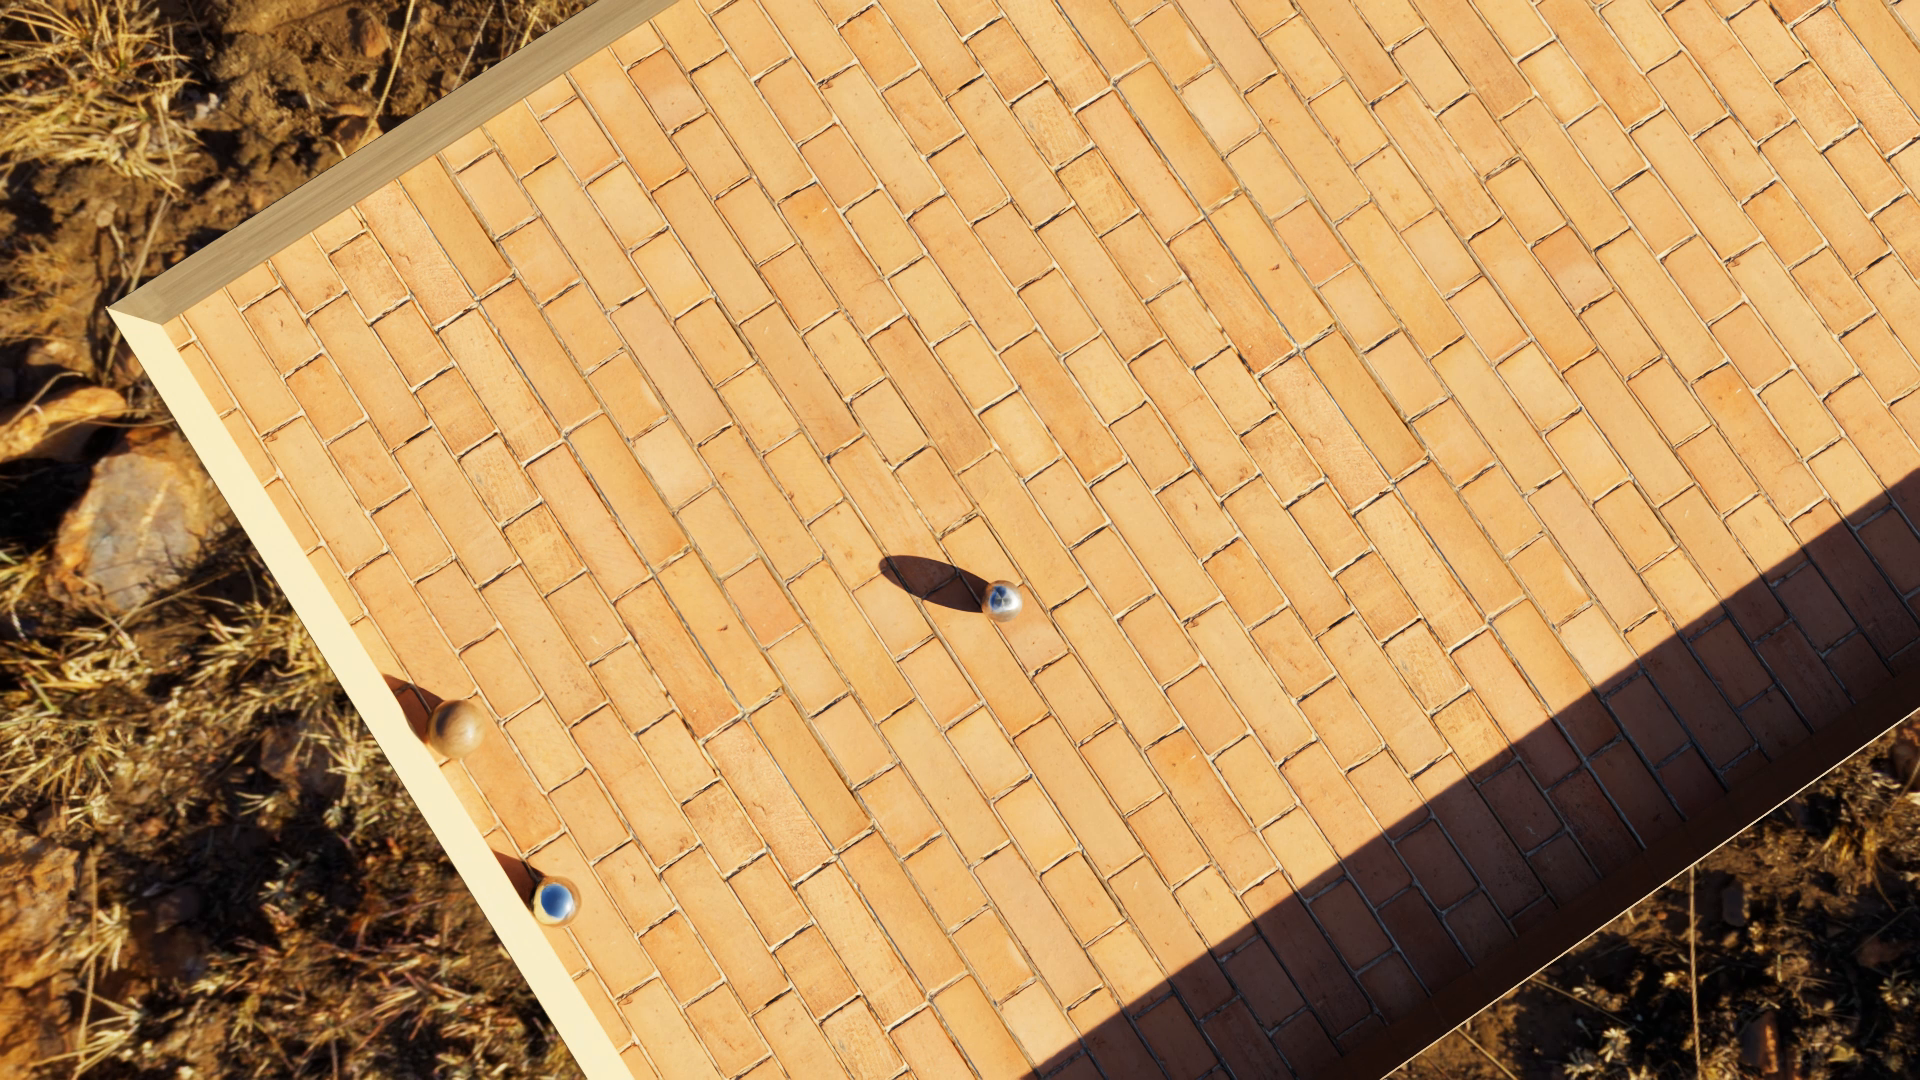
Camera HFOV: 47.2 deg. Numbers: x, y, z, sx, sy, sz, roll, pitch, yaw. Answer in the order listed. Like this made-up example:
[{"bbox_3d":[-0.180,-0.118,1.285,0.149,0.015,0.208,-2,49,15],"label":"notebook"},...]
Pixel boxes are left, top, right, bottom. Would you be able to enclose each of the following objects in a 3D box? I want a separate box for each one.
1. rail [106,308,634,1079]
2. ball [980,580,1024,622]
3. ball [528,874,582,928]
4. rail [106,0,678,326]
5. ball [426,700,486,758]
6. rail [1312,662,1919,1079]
[{"bbox_3d":[-0.700,0.457,3.179,0.045,0.113,1.944,-33,84,-4],"label":"rail"},{"bbox_3d":[0.062,0.091,3.254,0.064,0.064,0.064,0,82,0],"label":"ball"},{"bbox_3d":[-0.587,0.524,3.190,0.075,0.075,0.075,0,82,0],"label":"ball"},{"bbox_3d":[0.196,-1.259,3.409,3.454,0.113,0.045,-33,84,-4],"label":"rail"},{"bbox_3d":[-0.737,0.277,3.217,0.087,0.087,0.087,0,82,0],"label":"ball"},{"bbox_3d":[1.243,0.309,3.199,3.454,0.113,0.045,-33,84,-4],"label":"rail"}]
